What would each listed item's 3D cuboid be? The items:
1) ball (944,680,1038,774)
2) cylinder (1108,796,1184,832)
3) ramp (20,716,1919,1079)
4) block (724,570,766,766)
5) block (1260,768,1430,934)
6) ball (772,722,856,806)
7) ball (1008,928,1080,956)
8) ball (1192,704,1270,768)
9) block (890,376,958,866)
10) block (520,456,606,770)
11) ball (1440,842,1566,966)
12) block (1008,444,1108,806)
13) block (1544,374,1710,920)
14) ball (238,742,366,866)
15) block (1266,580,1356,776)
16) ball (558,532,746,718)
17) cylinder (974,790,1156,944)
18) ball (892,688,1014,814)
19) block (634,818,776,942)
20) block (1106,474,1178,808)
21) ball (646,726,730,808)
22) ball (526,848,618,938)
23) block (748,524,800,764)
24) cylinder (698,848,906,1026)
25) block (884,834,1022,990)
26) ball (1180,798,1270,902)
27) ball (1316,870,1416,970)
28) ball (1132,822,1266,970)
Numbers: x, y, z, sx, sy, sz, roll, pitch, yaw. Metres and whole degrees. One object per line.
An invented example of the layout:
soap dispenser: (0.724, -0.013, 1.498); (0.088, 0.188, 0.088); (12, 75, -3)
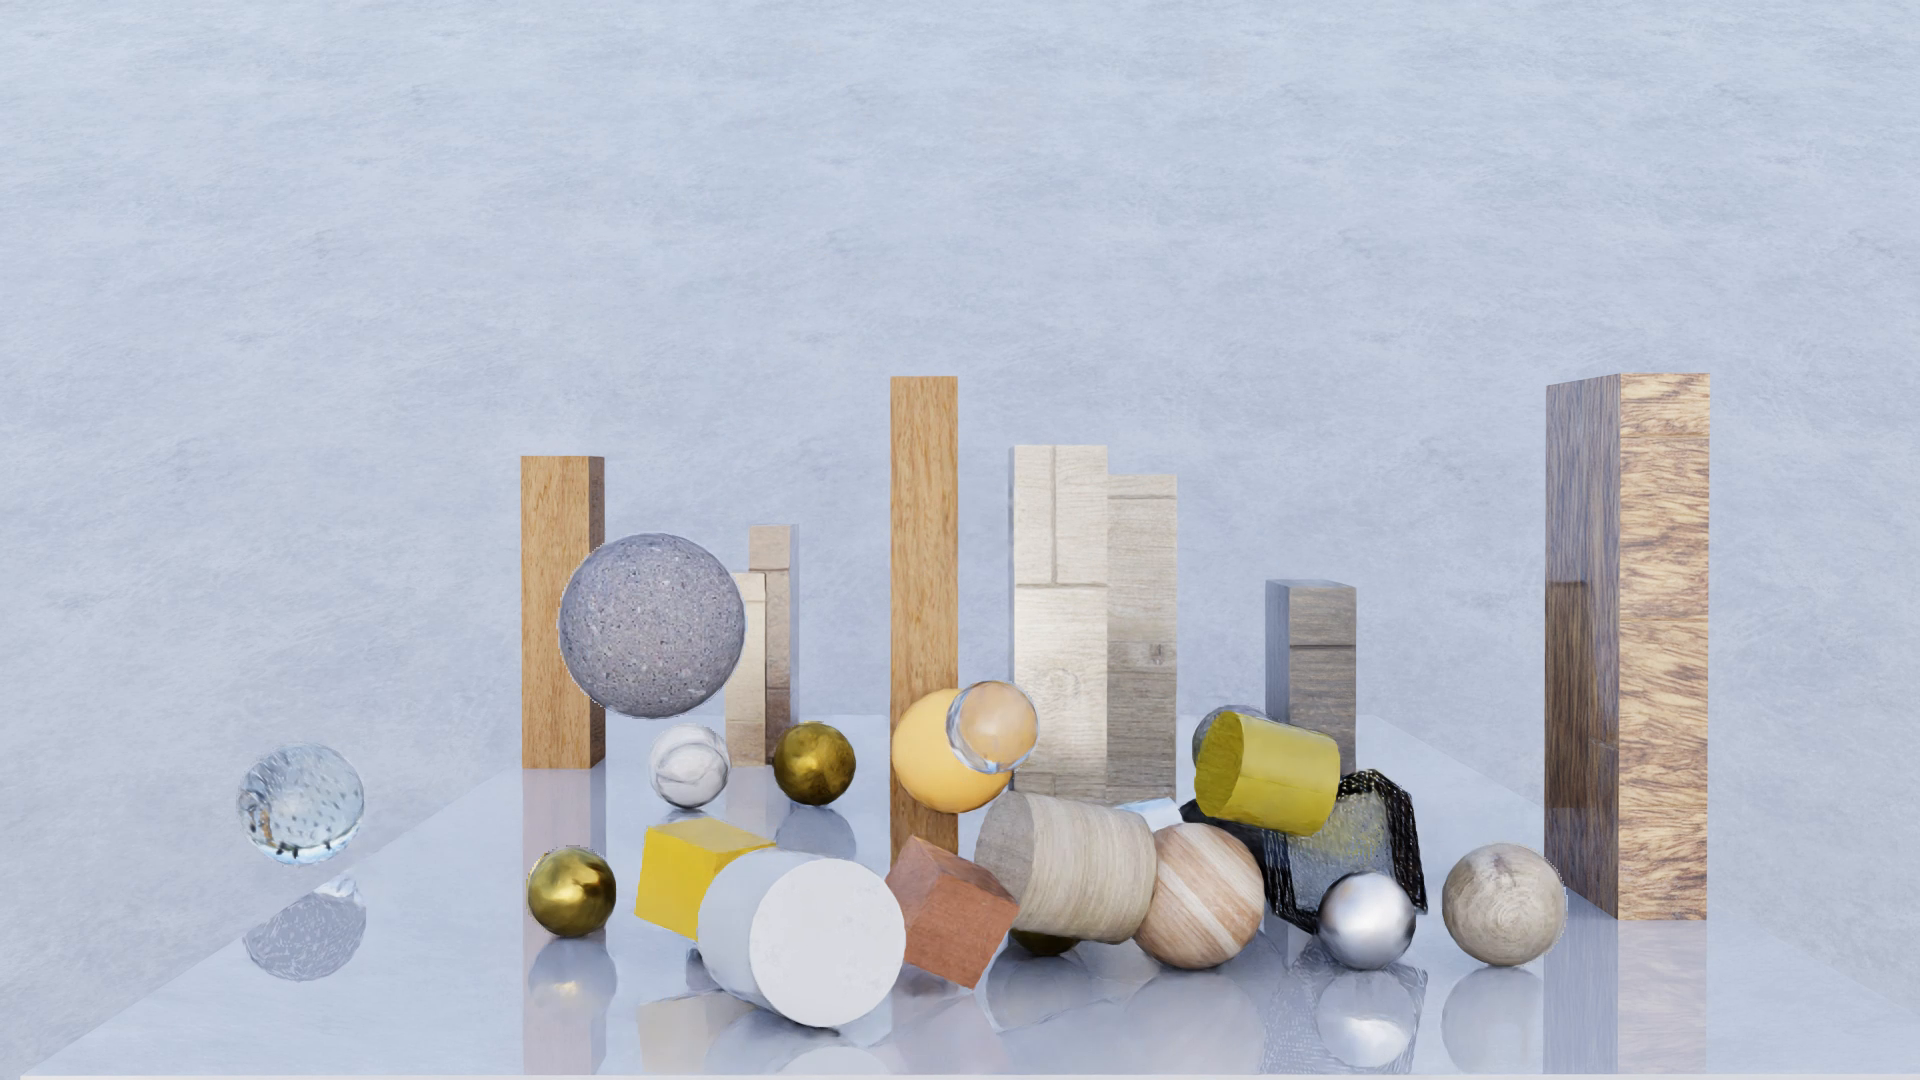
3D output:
ball: (0.039, 0.230, 3.170); (0.116, 0.116, 0.116); (0, 26, 0)
cylinder: (0.227, 0.399, 3.371); (0.111, 0.111, 0.111); (-9, 28, -15)
ramp: (0.060, 0.540, 4.577); (2.000, 0.100, 4.000); (0, 1, 0)
block: (-0.449, 0.269, 5.512); (0.084, 0.404, 0.243); (0, 1, 0)
block: (0.490, 0.401, 3.304); (0.158, 0.158, 0.158); (-15, -23, 23)
ball: (-0.267, 0.411, 4.730); (0.152, 0.152, 0.152); (0, 26, 0)
ball: (0.109, 0.465, 3.231); (0.111, 0.111, 0.111); (0, 26, 0)
ball: (0.374, 0.283, 3.486); (0.122, 0.122, 0.122); (0, 26, 0)
block: (-0.047, 0.147, 3.593); (0.088, 0.730, 0.436); (0, 1, 0)
block: (-0.837, 0.148, 5.455); (0.141, 0.648, 0.240); (0, 1, 0)
ball: (0.665, 0.446, 3.158); (0.150, 0.150, 0.150); (0, 26, 0)
block: (0.133, 0.190, 3.636); (0.122, 0.641, 0.435); (0, 1, 0)
block: (0.948, 0.140, 3.698); (0.120, 0.738, 0.442); (0, 1, 0)
ball: (-1.028, 0.412, 4.032); (0.193, 0.193, 0.193); (0, 26, 0)
block: (0.656, 0.283, 4.852); (0.121, 0.403, 0.366); (0, 1, 0)
ball: (-0.336, 0.093, 2.821); (0.203, 0.203, 0.203); (0, 26, 0)
cylinder: (0.124, 0.392, 3.090); (0.162, 0.162, 0.162); (12, 21, -23)
ball: (-0.008, 0.269, 3.298); (0.160, 0.160, 0.160); (0, 26, 0)
block: (-0.316, 0.420, 3.202); (0.114, 0.114, 0.114); (15, 10, 34)
block: (0.314, 0.185, 4.663); (0.122, 0.606, 0.412); (0, 1, 0)
ball: (-0.494, 0.413, 4.695); (0.151, 0.151, 0.151); (0, 26, 0)
ball: (-0.505, 0.459, 3.363); (0.116, 0.116, 0.116); (0, 26, 0)
block: (-0.400, 0.218, 5.572); (0.086, 0.503, 0.317); (0, 1, 0)
cylinder: (-0.177, 0.434, 2.839); (0.179, 0.179, 0.179); (-13, 3, -24)
block: (-0.021, 0.435, 3.020); (0.113, 0.113, 0.113); (27, 5, -25)
ball: (0.358, 0.428, 3.506); (0.172, 0.172, 0.172); (0, 26, 0)
ball: (0.494, 0.462, 3.135); (0.119, 0.119, 0.119); (0, 26, 0)
ball: (0.282, 0.433, 3.140); (0.178, 0.178, 0.178); (0, 26, 0)
